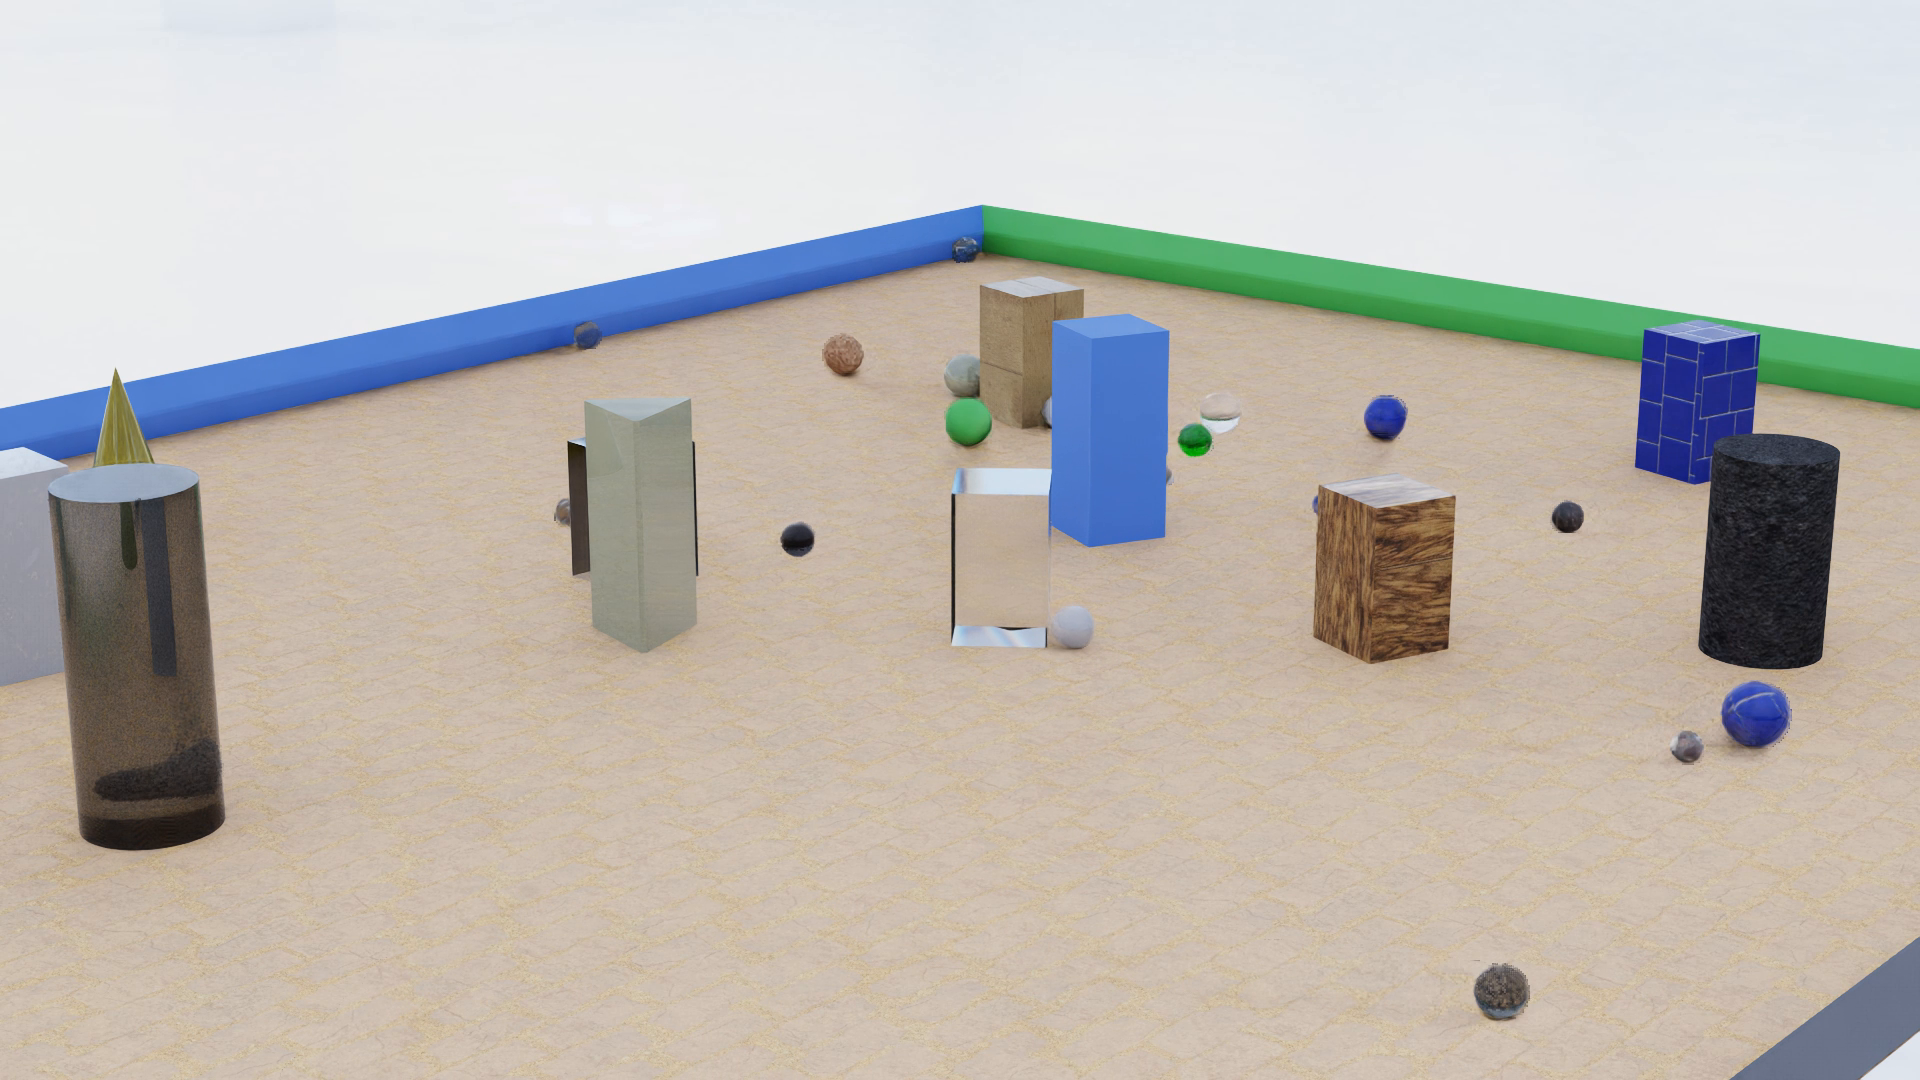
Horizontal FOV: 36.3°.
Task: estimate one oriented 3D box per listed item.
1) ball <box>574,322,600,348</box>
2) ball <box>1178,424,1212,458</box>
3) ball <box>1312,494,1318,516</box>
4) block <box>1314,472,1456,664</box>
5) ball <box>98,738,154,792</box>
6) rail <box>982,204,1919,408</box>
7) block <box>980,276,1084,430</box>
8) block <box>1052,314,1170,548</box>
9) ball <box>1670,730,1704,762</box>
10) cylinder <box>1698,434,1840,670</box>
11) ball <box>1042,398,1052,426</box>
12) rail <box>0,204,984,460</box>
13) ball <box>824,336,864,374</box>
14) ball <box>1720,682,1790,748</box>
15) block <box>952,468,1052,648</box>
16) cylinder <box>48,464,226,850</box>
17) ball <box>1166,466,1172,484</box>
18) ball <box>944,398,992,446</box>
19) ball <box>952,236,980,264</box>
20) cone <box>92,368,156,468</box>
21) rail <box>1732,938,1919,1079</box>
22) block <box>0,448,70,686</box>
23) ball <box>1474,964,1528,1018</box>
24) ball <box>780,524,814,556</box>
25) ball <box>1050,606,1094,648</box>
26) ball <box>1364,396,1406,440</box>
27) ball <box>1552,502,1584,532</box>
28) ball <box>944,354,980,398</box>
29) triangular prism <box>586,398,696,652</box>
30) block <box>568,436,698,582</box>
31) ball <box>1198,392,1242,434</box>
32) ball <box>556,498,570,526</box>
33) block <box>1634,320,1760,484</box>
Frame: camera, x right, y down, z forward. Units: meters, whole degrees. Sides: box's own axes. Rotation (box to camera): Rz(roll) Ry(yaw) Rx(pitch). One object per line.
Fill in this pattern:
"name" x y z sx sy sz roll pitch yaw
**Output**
"ball" -0.887 -0.485 6.961 0.061 0.061 0.061 0 17 0
"ball" 0.482 -0.205 6.016 0.069 0.069 0.069 0 17 0
"ball" 0.698 -0.067 5.583 0.055 0.055 0.055 0 17 0
"block" 0.700 0.045 4.848 0.159 0.264 0.159 -9 19 -28
"ball" -1.206 0.326 4.237 0.078 0.078 0.078 0 17 0
"rail" 1.544 -0.480 6.822 3.970 0.129 0.045 14 22 39
"block" 0.153 -0.404 6.302 0.159 0.286 0.159 -11 20 -33
"block" 0.277 -0.205 5.454 0.159 0.394 0.159 -7 18 -23
"ball" 1.079 0.307 4.353 0.047 0.047 0.047 0 17 0
"cylinder" 1.324 0.017 4.803 0.199 0.344 0.199 0 17 0
"ball" 0.211 -0.272 6.236 0.071 0.071 0.071 0 17 0
"rail" -1.481 -0.338 6.351 0.045 0.129 4.757 14 22 39
"ball" -0.265 -0.423 6.706 0.089 0.089 0.089 0 17 0
"ball" 1.196 0.262 4.412 0.100 0.100 0.100 0 17 0
"block" 0.070 0.028 4.907 0.159 0.263 0.159 1 17 3
"cylinder" -1.137 0.160 4.060 0.199 0.498 0.199 0 17 0
"ball" 0.400 -0.128 5.810 0.040 0.040 0.040 0 17 0
"ball" 0.018 -0.245 6.097 0.099 0.099 0.099 0 17 0
"ball" 0.016 -0.786 7.941 0.071 0.071 0.071 0 17 0
"cone" -1.539 -0.156 5.391 0.199 0.336 0.199 0 17 0
"rail" 1.481 0.403 3.888 0.045 0.129 4.757 14 22 39
"block" -1.534 0.042 4.730 0.159 0.338 0.159 -15 22 -40
"ball" 0.653 0.545 3.537 0.064 0.064 0.064 0 17 0
"ball" -0.297 0.000 5.350 0.061 0.061 0.061 0 17 0
"ball" 0.185 0.144 4.855 0.071 0.071 0.071 0 17 0
"ball" 0.892 -0.256 6.151 0.090 0.090 0.090 0 17 0
"ball" 1.140 -0.043 5.497 0.059 0.059 0.059 0 17 0
"ball" 0.012 -0.365 6.501 0.097 0.097 0.097 0 17 0
"triangular prism" -0.510 -0.035 4.888 0.150 0.395 0.173 -12 20 -34
"block" -0.580 -0.055 5.206 0.159 0.249 0.159 -16 23 -42
"ball" 0.549 -0.269 6.193 0.089 0.089 0.089 0 17 0
"ball" -0.737 -0.053 5.540 0.054 0.054 0.054 0 17 0
"block" 1.479 -0.278 5.884 0.159 0.286 0.159 -11 20 -33
